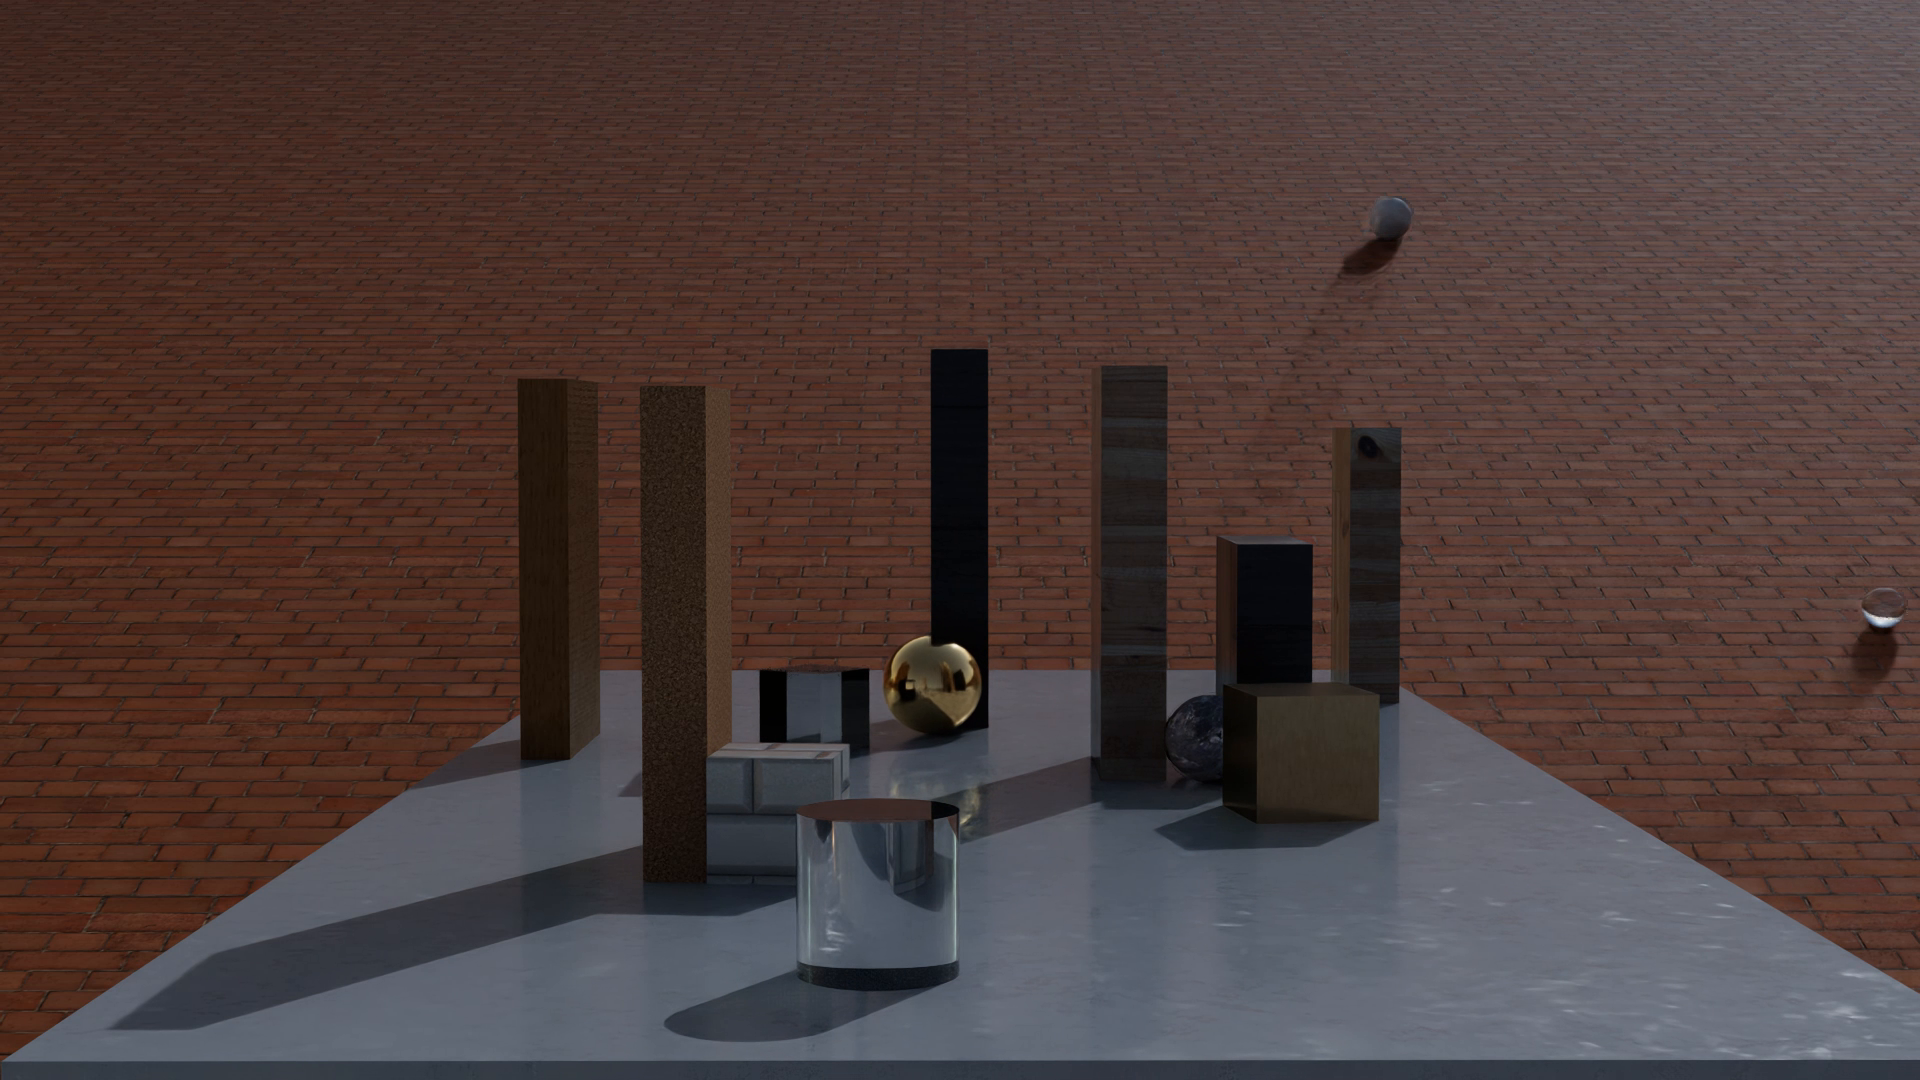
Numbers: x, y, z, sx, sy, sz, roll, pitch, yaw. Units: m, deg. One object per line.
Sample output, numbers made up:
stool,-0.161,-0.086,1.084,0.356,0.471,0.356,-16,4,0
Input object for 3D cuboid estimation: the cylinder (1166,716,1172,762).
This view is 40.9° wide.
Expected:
cylinder,0.442,0.353,4.637,0.127,0.127,0.127,7,5,17

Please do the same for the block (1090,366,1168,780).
block,0.304,0.051,4.666,0.115,0.727,0.335,0,3,0

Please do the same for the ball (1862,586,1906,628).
ball,2.507,0.184,6.982,0.113,0.113,0.113,0,23,0

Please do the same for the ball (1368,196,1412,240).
ball,1.759,-1.314,10.512,0.174,0.174,0.174,0,23,0

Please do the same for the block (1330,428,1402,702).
block,0.927,0.051,5.887,0.113,0.616,0.278,0,3,0

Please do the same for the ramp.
ramp,0.052,0.471,4.535,2.000,0.100,4.000,0,3,0

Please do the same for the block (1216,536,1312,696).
block,0.572,0.202,4.865,0.137,0.407,0.375,0,3,0

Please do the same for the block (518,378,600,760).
block,-0.775,0.046,4.991,0.092,0.710,0.408,0,3,0

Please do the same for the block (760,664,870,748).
block,-0.282,0.325,4.989,0.151,0.151,0.151,2,3,36

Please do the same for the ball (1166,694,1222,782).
ball,0.436,0.347,4.492,0.154,0.154,0.154,0,23,0

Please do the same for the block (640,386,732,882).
block,-0.390,0.121,3.695,0.089,0.678,0.385,0,3,0

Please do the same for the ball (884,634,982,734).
ball,-0.055,0.291,5.195,0.200,0.200,0.200,0,23,0

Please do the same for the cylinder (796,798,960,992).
cylinder,-0.094,0.401,2.934,0.187,0.187,0.187,0,3,0

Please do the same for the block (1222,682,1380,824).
block,0.546,0.339,4.138,0.200,0.200,0.200,0,3,-10

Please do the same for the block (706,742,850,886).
block,-0.251,0.379,3.582,0.172,0.172,0.172,0,3,6

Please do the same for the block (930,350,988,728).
block,-0.001,-0.009,5.437,0.118,0.778,0.312,0,3,0
